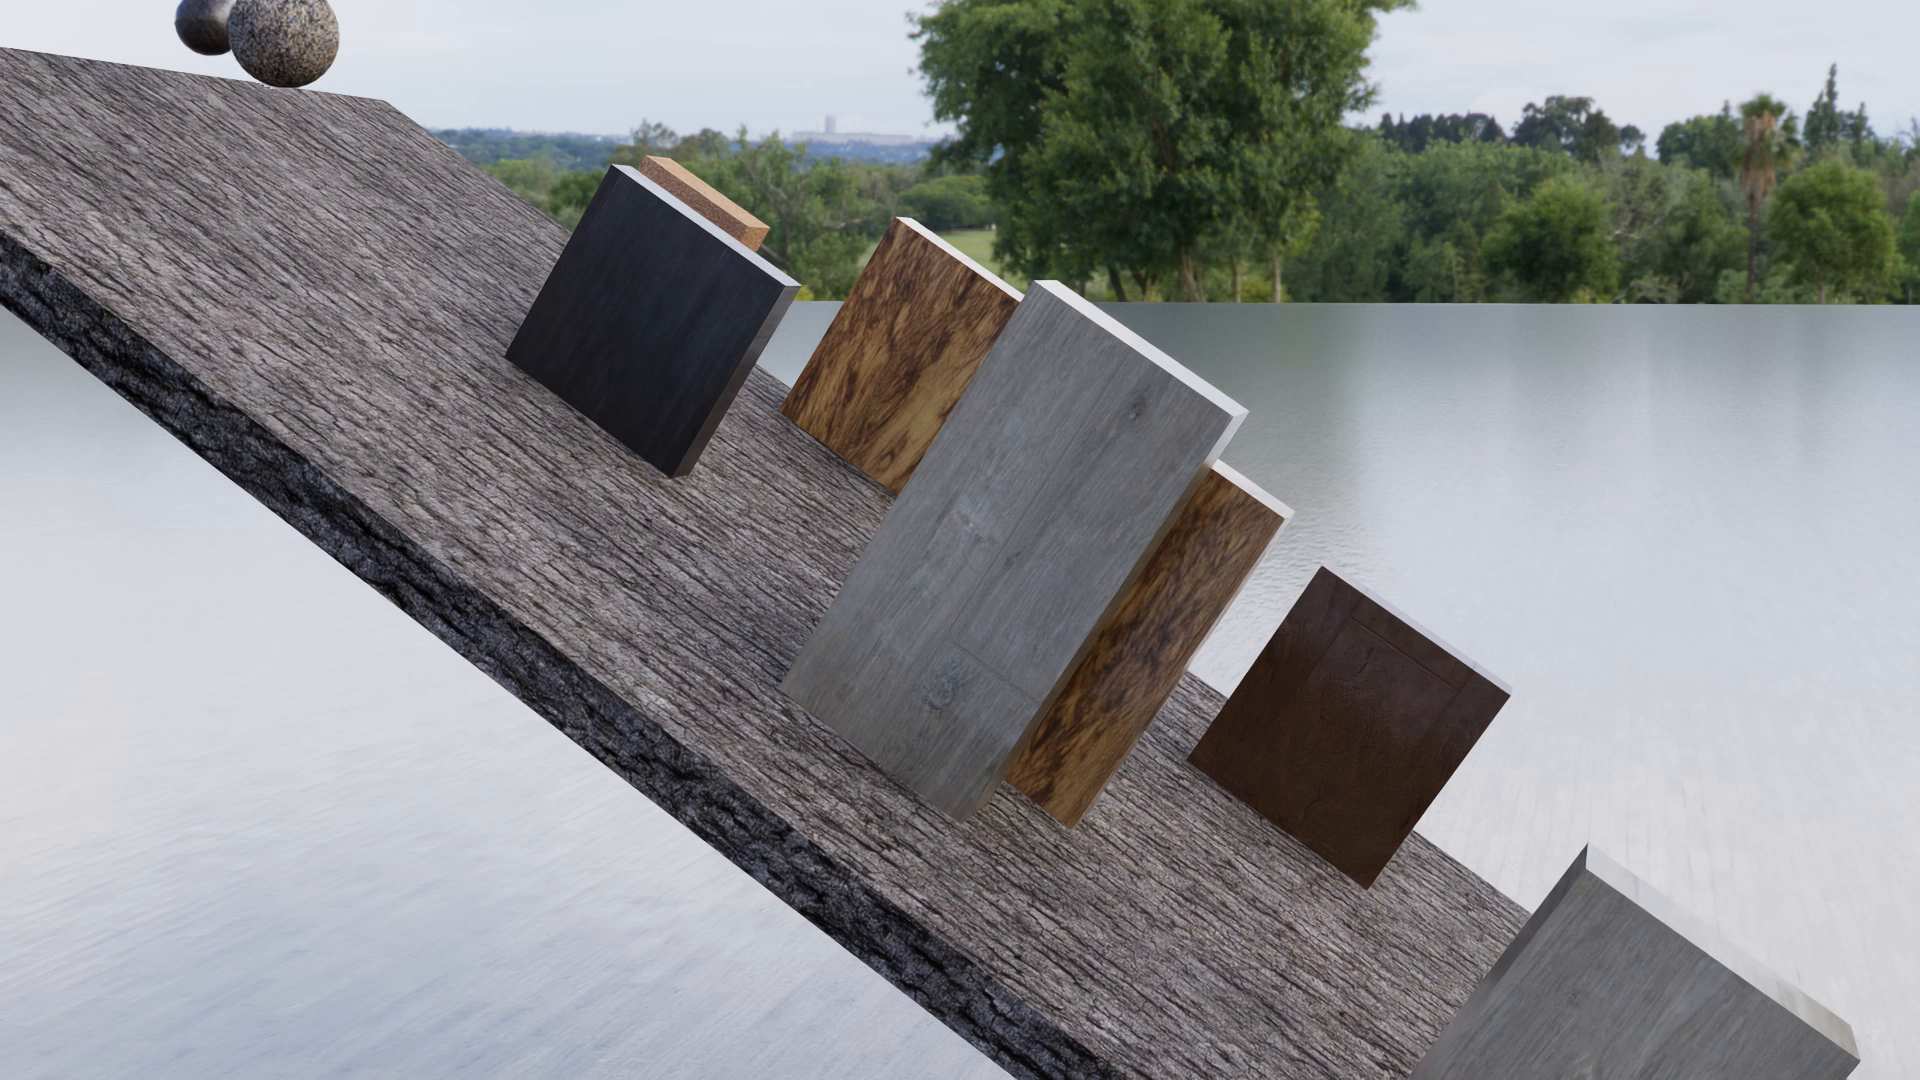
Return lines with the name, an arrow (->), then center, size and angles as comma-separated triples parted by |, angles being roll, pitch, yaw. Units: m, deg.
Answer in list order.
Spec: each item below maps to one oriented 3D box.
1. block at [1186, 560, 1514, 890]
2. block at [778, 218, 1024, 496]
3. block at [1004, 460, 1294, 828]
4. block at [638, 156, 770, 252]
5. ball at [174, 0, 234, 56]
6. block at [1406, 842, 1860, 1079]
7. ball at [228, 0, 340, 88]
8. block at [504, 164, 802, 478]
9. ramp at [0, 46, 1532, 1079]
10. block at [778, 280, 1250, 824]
block -> 0.760, 0.362, 4.316 | 0.433, 0.479, 0.084 | 35, 15, 10
block -> -0.117, -0.404, 4.894 | 0.351, 0.512, 0.110 | 35, 15, 10
block -> 0.213, 0.107, 3.704 | 0.397, 0.641, 0.111 | 35, 15, 10
block -> -0.609, -0.510, 4.390 | 0.257, 0.433, 0.113 | 35, 15, 10
ball -> -1.605, -1.107, 4.702 | 0.142, 0.142, 0.142 | 0, 7, 0
block -> 0.849, 0.778, 2.979 | 0.411, 0.589, 0.141 | 35, 15, 10
ball -> -1.317, -0.986, 4.284 | 0.209, 0.209, 0.209 | 0, 7, 0
block -> -0.582, -0.411, 4.141 | 0.410, 0.429, 0.083 | 35, 15, 10
ramp -> -0.129, 0.217, 4.100 | 4.000, 0.100, 2.000 | 35, 15, 10
block -> 0.077, 0.020, 3.450 | 0.366, 0.773, 0.138 | 35, 15, 10
